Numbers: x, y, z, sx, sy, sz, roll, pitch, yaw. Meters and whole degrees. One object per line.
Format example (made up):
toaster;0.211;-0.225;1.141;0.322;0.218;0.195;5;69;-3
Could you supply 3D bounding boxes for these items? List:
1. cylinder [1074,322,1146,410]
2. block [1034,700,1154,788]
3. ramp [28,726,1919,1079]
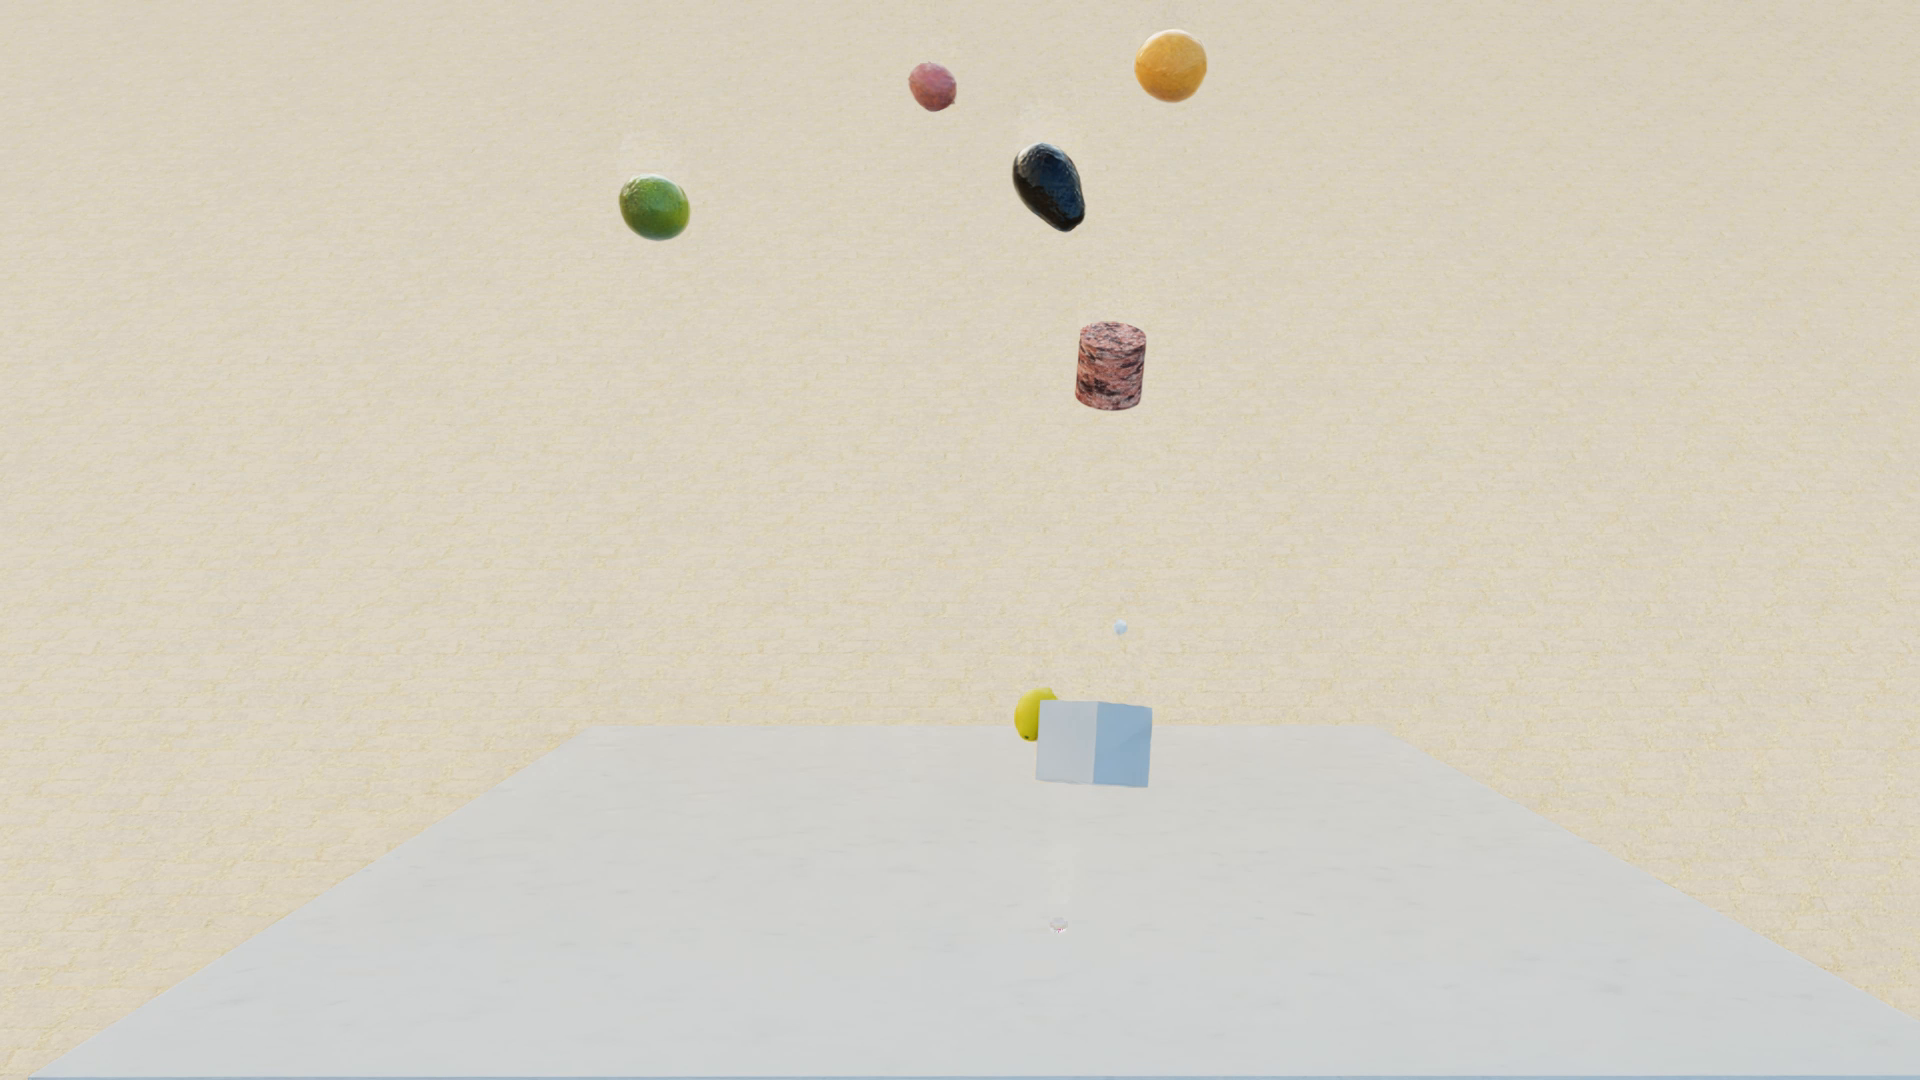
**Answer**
cylinder;0.161;-0.186;2.762;0.071;0.071;0.071;3;30;-1
block;0.155;0.235;2.980;0.092;0.092;0.092;9;-8;-43
ramp;0.062;0.556;4.594;2.000;0.100;4.000;0;1;0
